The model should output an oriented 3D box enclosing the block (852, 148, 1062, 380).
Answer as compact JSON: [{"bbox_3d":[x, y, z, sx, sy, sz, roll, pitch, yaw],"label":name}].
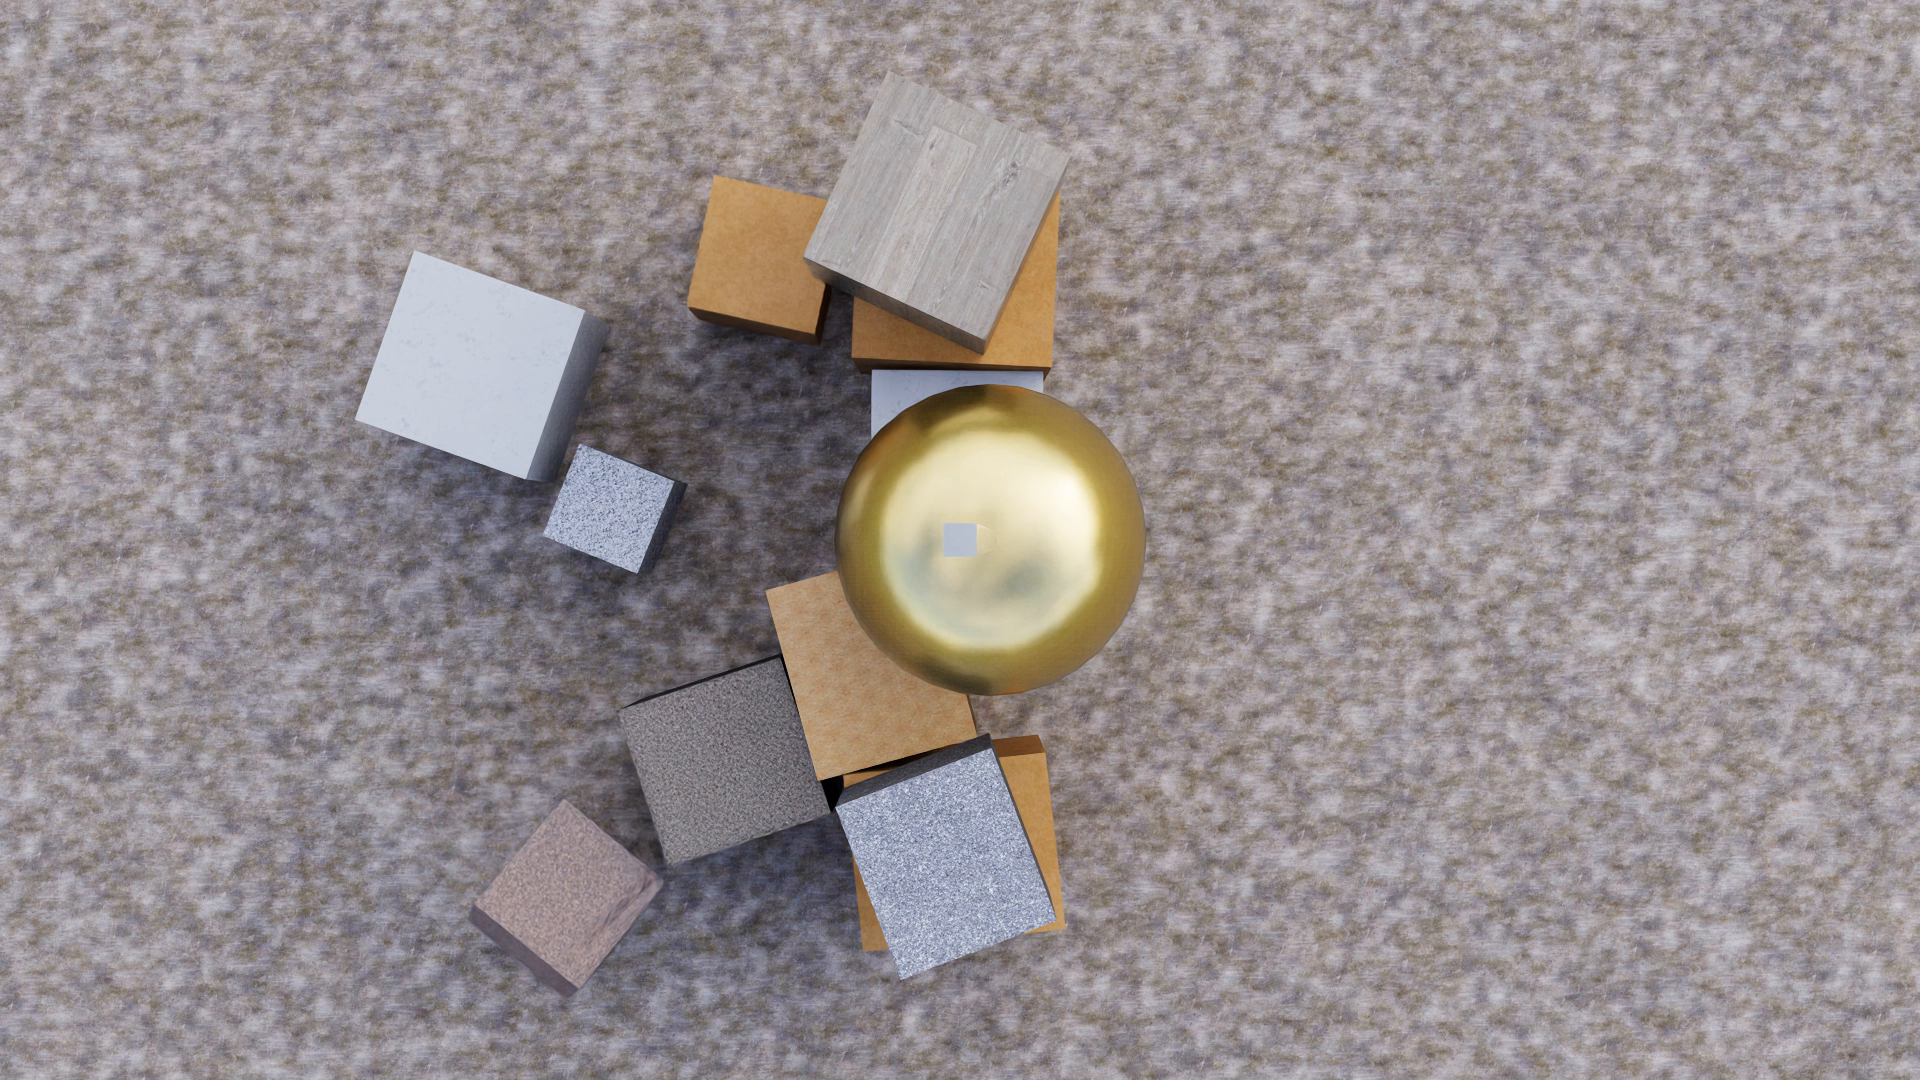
[{"bbox_3d":[-0.018,-1.545,12.419,1.081,1.162,1.177,3,90,0],"label":"block"}]

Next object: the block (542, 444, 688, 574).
[{"bbox_3d":[-1.981,-0.177,12.695,0.575,0.610,0.560,22,90,0],"label":"block"}]

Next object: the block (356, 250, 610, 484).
[{"bbox_3d":[-2.702,-0.966,12.562,0.997,0.877,0.988,19,90,0],"label":"block"}]

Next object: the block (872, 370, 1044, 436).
[{"bbox_3d":[-0.018,-0.450,12.575,0.947,0.850,0.973,1,90,0],"label":"block"}]

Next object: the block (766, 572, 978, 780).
[{"bbox_3d":[-0.482,0.674,12.486,0.902,1.027,1.077,-15,90,0],"label":"block"}]

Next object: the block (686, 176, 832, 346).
[{"bbox_3d":[-1.093,-1.580,12.568,0.725,0.840,0.739,12,90,-2],"label":"block"}]

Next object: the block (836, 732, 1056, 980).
[{"bbox_3d":[-0.069,1.624,11.463,0.838,0.869,0.926,-21,90,0],"label":"block"}]

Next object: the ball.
[{"bbox_3d":[0.154,0.000,11.249,1.600,1.600,1.600,0,90,0],"label":"ball"}]

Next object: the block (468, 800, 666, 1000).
[{"bbox_3d":[-2.247,2.053,12.517,0.740,0.715,0.755,40,68,-2],"label":"block"}]

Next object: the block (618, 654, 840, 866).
[{"bbox_3d":[-1.300,1.225,12.561,0.946,0.877,0.908,-18,90,0],"label":"block"}]

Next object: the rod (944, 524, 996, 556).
[{"bbox_3d":[0.067,0.000,7.850,0.080,5.200,0.080,0,90,1],"label":"rod"}]

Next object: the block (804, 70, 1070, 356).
[{"bbox_3d":[-0.115,-1.663,11.382,1.000,0.912,1.016,25,90,0],"label":"block"}]

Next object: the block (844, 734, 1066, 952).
[{"bbox_3d":[-0.031,1.689,12.449,1.102,1.103,0.961,-7,90,0],"label":"block"}]
